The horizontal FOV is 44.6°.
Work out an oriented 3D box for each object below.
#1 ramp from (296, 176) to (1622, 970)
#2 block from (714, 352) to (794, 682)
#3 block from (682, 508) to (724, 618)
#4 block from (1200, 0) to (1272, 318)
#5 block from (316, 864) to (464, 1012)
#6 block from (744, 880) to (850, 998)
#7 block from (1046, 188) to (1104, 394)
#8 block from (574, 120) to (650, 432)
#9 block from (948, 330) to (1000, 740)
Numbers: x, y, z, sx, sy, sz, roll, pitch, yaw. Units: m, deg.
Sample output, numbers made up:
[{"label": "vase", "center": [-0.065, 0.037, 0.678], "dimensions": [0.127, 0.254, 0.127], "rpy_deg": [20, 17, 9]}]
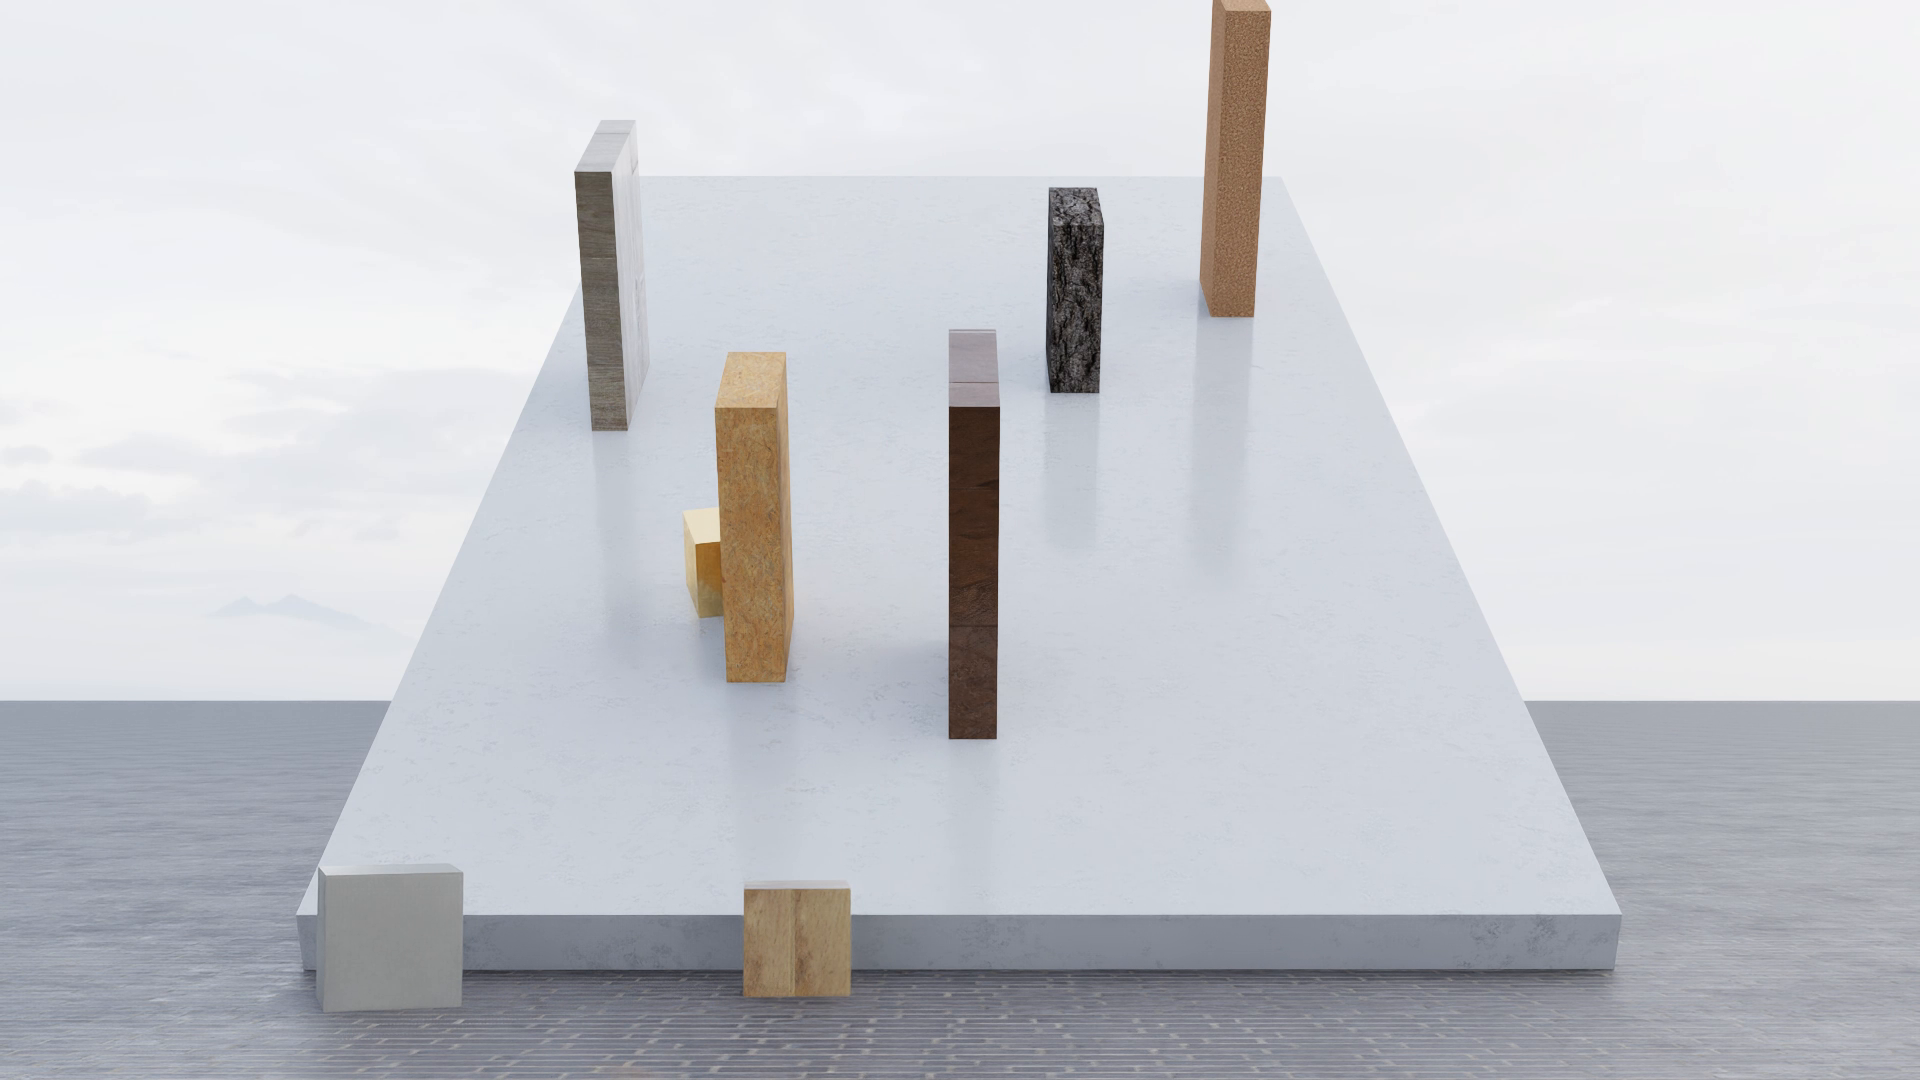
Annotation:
[{"label": "ramp", "center": [-0.009, -0.229, 5.362], "dimensions": [2.000, 0.100, 4.000], "rpy_deg": [0, 25, 0]}, {"label": "block", "center": [-0.366, -0.042, 4.206], "dimensions": [0.105, 0.529, 0.274], "rpy_deg": [0, 25, 0]}, {"label": "block", "center": [-0.438, 0.038, 4.477], "dimensions": [0.156, 0.156, 0.156], "rpy_deg": [-6, 26, -14]}, {"label": "block", "center": [0.697, -0.989, 5.959], "dimensions": [0.110, 0.782, 0.306], "rpy_deg": [0, 25, 0]}, {"label": "block", "center": [-0.784, 0.542, 3.208], "dimensions": [0.180, 0.180, 0.180], "rpy_deg": [1, -4, -18]}, {"label": "block", "center": [-0.233, 0.565, 3.329], "dimensions": [0.149, 0.149, 0.149], "rpy_deg": [0, -4, -5]}, {"label": "block", "center": [0.270, -0.595, 5.548], "dimensions": [0.115, 0.409, 0.306], "rpy_deg": [0, 25, 0]}, {"label": "block", "center": [-0.790, -0.609, 5.344], "dimensions": [0.081, 0.602, 0.432], "rpy_deg": [0, 25, 0]}, {"label": "block", "center": [0.022, -0.013, 4.047], "dimensions": [0.083, 0.612, 0.368], "rpy_deg": [0, 25, 0]}]
